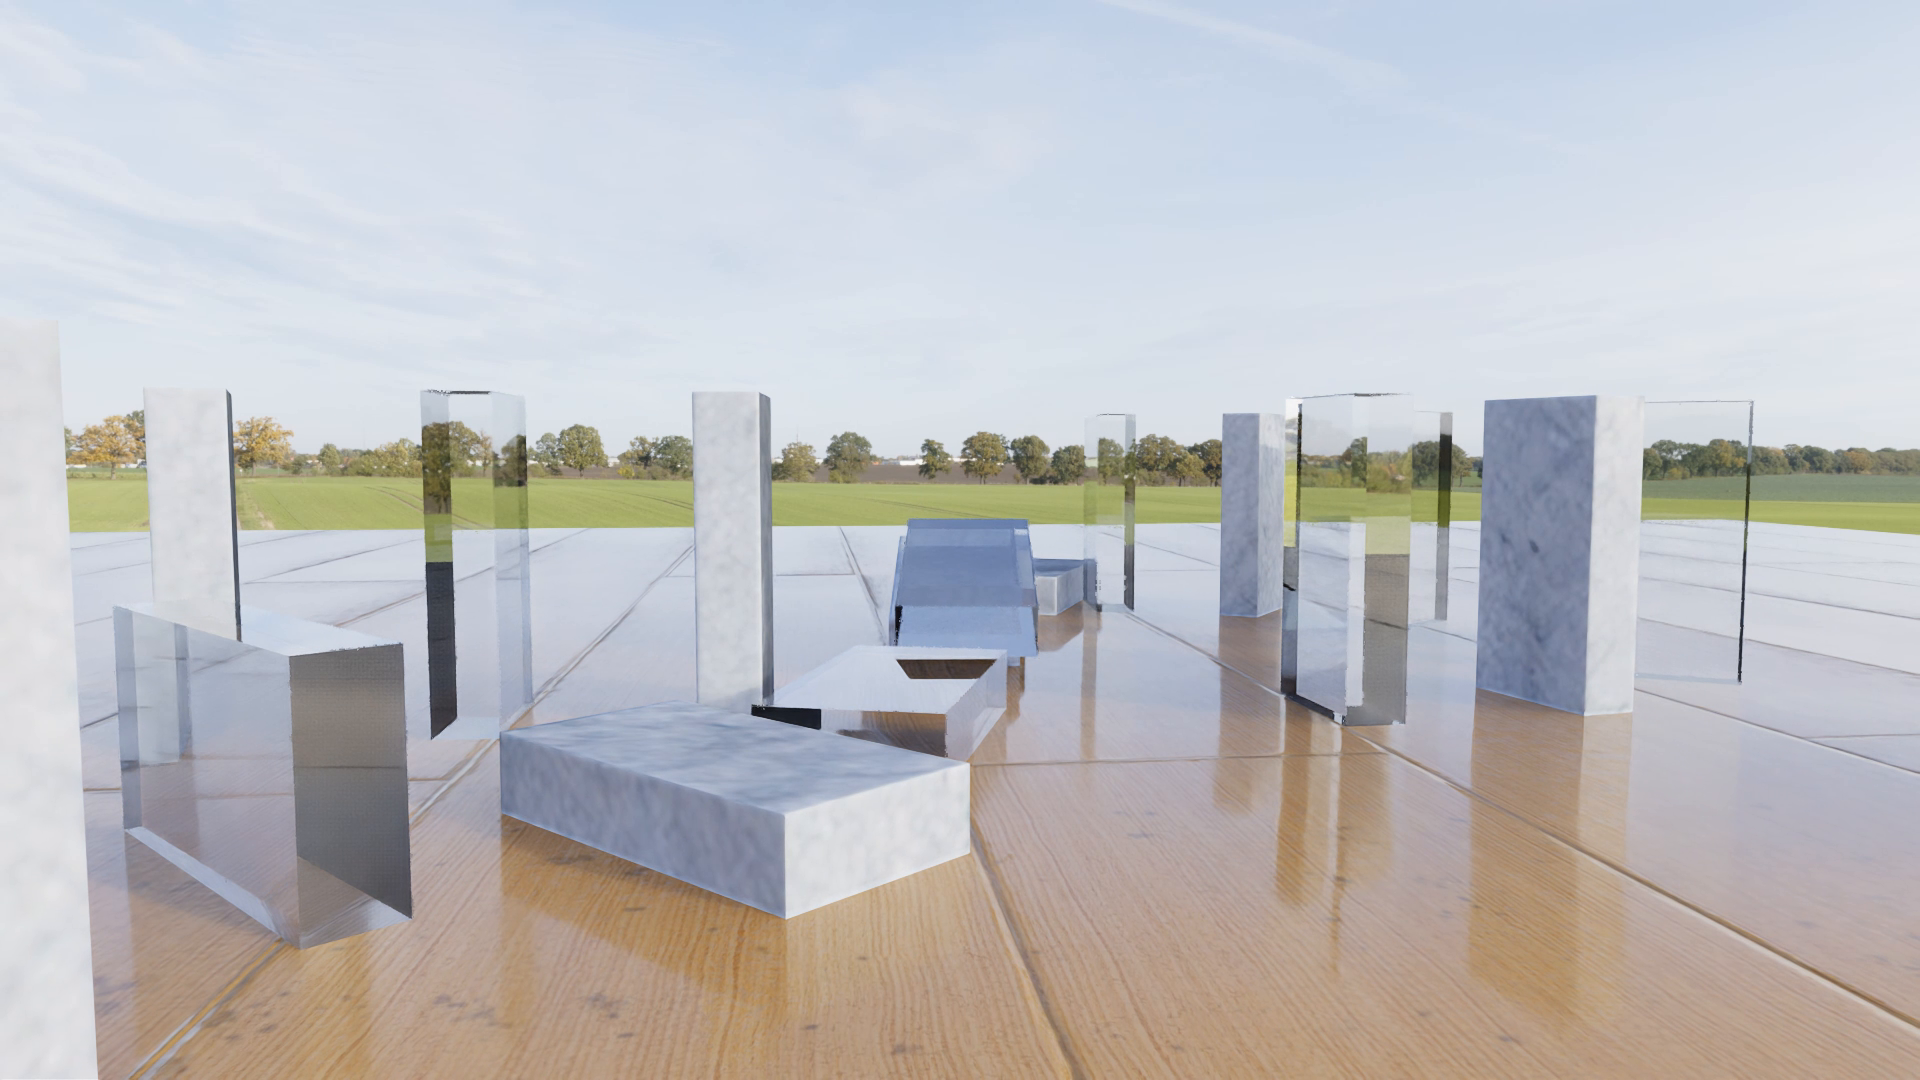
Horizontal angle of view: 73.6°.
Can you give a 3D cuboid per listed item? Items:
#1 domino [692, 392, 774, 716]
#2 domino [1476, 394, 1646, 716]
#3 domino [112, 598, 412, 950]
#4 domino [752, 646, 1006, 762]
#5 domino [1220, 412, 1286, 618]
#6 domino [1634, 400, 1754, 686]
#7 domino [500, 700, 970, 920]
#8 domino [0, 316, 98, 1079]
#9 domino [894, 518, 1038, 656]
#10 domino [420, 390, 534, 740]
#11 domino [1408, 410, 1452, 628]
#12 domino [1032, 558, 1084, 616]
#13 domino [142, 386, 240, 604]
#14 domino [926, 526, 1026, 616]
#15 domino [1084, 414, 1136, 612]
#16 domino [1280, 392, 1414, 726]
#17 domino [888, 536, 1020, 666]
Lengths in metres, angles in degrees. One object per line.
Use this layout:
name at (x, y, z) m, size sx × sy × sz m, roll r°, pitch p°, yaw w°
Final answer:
domino at (-0.035, 0.003, 0.199) m, size 0.009 × 0.050 × 0.025 m, roll 0°, pitch 4°, yaw -4°
domino at (0.099, 0.002, 0.212) m, size 0.009 × 0.050 × 0.025 m, roll -1°, pitch 4°, yaw -17°
domino at (-0.071, 0.021, 0.127) m, size 0.050 × 0.025 × 0.009 m, roll 4°, pitch 6°, yaw 42°
domino at (-0.009, 0.024, 0.184) m, size 0.025 × 0.010 × 0.050 m, roll 1°, pitch 4°, yaw 11°
domino at (0.075, -0.007, 0.326) m, size 0.010 × 0.050 × 0.025 m, roll 3°, pitch 5°, yaw 30°
domino at (0.129, 0.000, 0.234) m, size 0.025 × 0.050 × 0.009 m, roll 2°, pitch 5°, yaw 26°
domino at (-0.026, 0.027, 0.140) m, size 0.050 × 0.010 × 0.025 m, roll 4°, pitch 6°, yaw 42°
domino at (-0.064, 0.012, 0.071) m, size 0.009 × 0.050 × 0.025 m, roll 2°, pitch 5°, yaw 22°
domino at (0.001, 0.008, 0.249) m, size 0.025 × 0.010 × 0.050 m, roll 0°, pitch 19°, yaw 1°
domino at (-0.073, 0.003, 0.195) m, size 0.009 × 0.050 × 0.025 m, roll -1°, pitch 4°, yaw -8°
domino at (0.105, -0.005, 0.302) m, size 0.025 × 0.050 × 0.010 m, roll -4°, pitch 6°, yaw -44°
domino at (0.019, 0.012, 0.346) m, size 0.025 × 0.009 × 0.050 m, roll 1°, pitch 4°, yaw 16°
domino at (-0.110, 0.004, 0.184) m, size 0.009 × 0.050 × 0.025 m, roll -2°, pitch 5°, yaw -28°
domino at (0.003, 0.009, 0.307) m, size 0.025 × 0.010 × 0.050 m, roll 0°, pitch 18°, yaw 5°
domino at (0.039, -0.008, 0.336) m, size 0.009 × 0.050 × 0.025 m, roll 0°, pitch 4°, yaw -3°
domino at (0.061, 0.002, 0.205) m, size 0.009 × 0.050 × 0.025 m, roll -1°, pitch 4°, yaw -9°
domino at (-0.001, 0.012, 0.268) m, size 0.025 × 0.010 × 0.050 m, roll 0°, pitch 19°, yaw 0°
